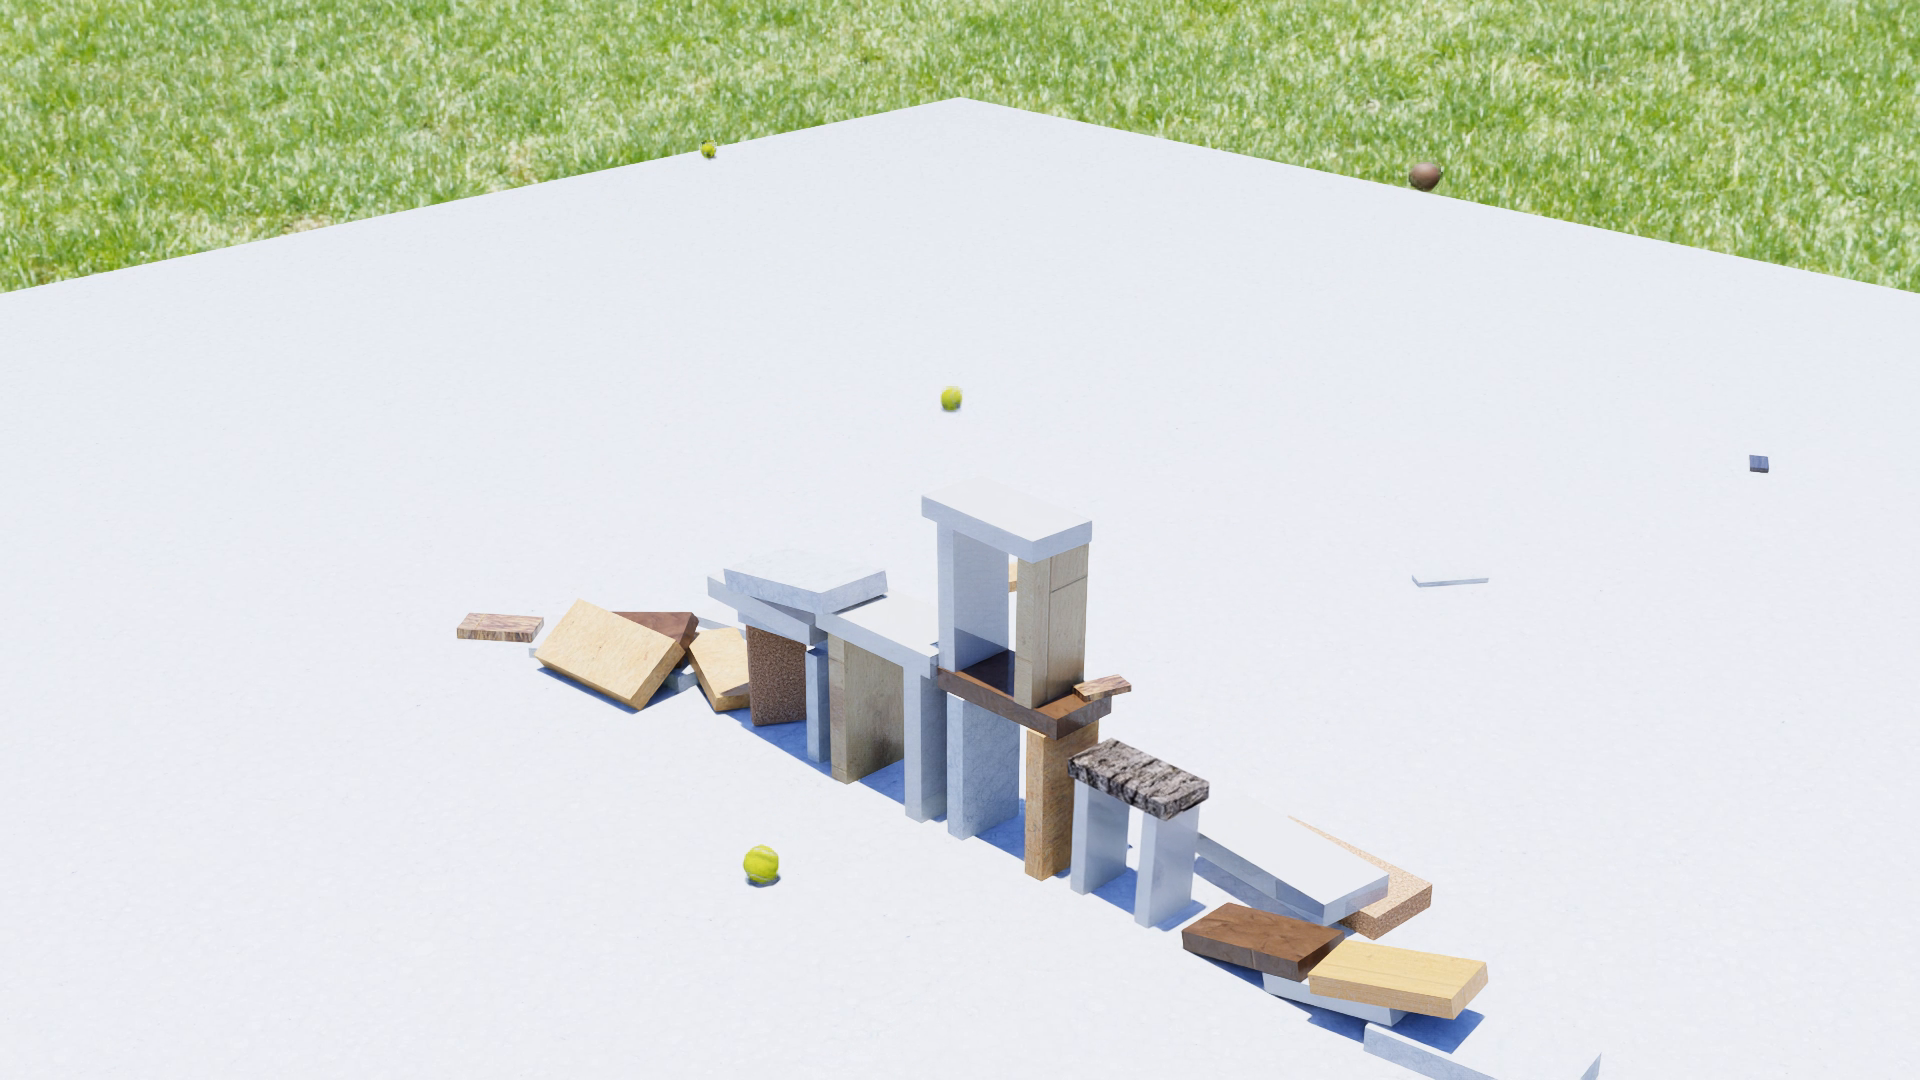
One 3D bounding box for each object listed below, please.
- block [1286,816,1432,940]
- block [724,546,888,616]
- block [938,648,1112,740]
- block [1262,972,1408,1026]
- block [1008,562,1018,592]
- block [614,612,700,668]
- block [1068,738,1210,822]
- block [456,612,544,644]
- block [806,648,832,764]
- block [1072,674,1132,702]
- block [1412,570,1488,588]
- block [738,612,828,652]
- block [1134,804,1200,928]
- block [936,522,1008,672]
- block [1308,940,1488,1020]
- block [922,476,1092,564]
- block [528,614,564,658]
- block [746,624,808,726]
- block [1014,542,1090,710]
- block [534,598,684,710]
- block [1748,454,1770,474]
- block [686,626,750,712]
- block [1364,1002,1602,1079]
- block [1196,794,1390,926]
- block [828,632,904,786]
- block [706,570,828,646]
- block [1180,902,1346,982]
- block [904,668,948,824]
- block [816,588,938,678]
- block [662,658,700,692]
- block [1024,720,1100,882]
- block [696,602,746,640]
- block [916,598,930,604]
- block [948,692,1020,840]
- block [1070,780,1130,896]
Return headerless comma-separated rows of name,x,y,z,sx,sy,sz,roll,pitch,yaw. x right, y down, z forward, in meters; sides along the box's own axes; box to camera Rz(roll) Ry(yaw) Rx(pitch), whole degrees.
block,0.705,0.640,4.190,0.173,0.049,0.346,-20,30,-38
block,-0.323,0.083,4.568,0.169,0.048,0.338,-20,20,-37
block,0.122,0.288,4.226,0.312,0.044,0.156,21,31,40
block,0.675,0.768,3.823,0.134,0.038,0.267,-24,20,-40
block,0.128,0.094,5.501,0.208,0.029,0.104,-10,25,-22
block,-0.734,0.228,5.034,0.259,0.037,0.130,-1,53,28
block,0.328,0.440,4.057,0.121,0.034,0.242,-21,30,-40
block,-1.093,0.209,5.235,0.184,0.026,0.092,3,23,7
block,-0.266,0.335,4.648,0.036,0.252,0.126,22,31,40
block,0.268,0.281,4.168,0.103,0.015,0.051,-11,25,-24
block,1.229,0.097,5.514,0.183,0.015,0.051,-4,23,-9
block,-0.335,0.167,4.672,0.252,0.036,0.126,16,28,32
block,0.383,0.588,4.063,0.121,0.242,0.034,-21,33,-40
block,0.026,0.090,4.247,0.043,0.304,0.152,20,30,41
block,0.742,0.742,3.727,0.267,0.038,0.134,2,20,39
block,0.085,-0.041,4.109,0.152,0.043,0.304,-19,30,-38
block,-0.944,0.229,5.189,0.092,0.026,0.184,3,23,7
block,-0.397,0.273,4.791,0.126,0.252,0.036,-6,16,-14
block,0.171,0.149,4.106,0.043,0.304,0.152,21,31,39
block,-0.796,0.257,4.982,0.338,0.048,0.169,19,64,38
block,2.271,-0.216,6.252,0.051,0.015,0.103,7,24,16
block,-0.528,0.289,4.963,0.130,0.037,0.259,-6,34,-24
block,0.872,0.856,3.681,0.346,0.049,0.173,16,28,34
block,0.609,0.602,4.155,0.173,0.049,0.374,-17,28,-35
block,-0.192,0.325,4.566,0.047,0.335,0.167,21,31,40
block,-0.365,0.124,4.666,0.169,0.048,0.338,-21,31,-39
block,0.543,0.718,3.944,0.134,0.038,0.267,-22,19,-40
block,-0.035,0.386,4.422,0.047,0.335,0.167,21,31,41
block,-0.117,0.179,4.422,0.167,0.047,0.335,-21,31,-40
block,-0.678,0.272,5.072,0.130,0.037,0.259,-21,31,-40
block,0.195,0.484,4.220,0.044,0.312,0.156,21,31,41
block,-0.533,0.197,5.262,0.184,0.026,0.092,14,27,30
block,-0.138,0.196,5.262,0.104,0.029,0.208,3,23,7
block,0.047,0.426,4.358,0.156,0.312,0.044,-20,30,-38
block,0.267,0.543,4.169,0.121,0.242,0.034,-21,32,-40
